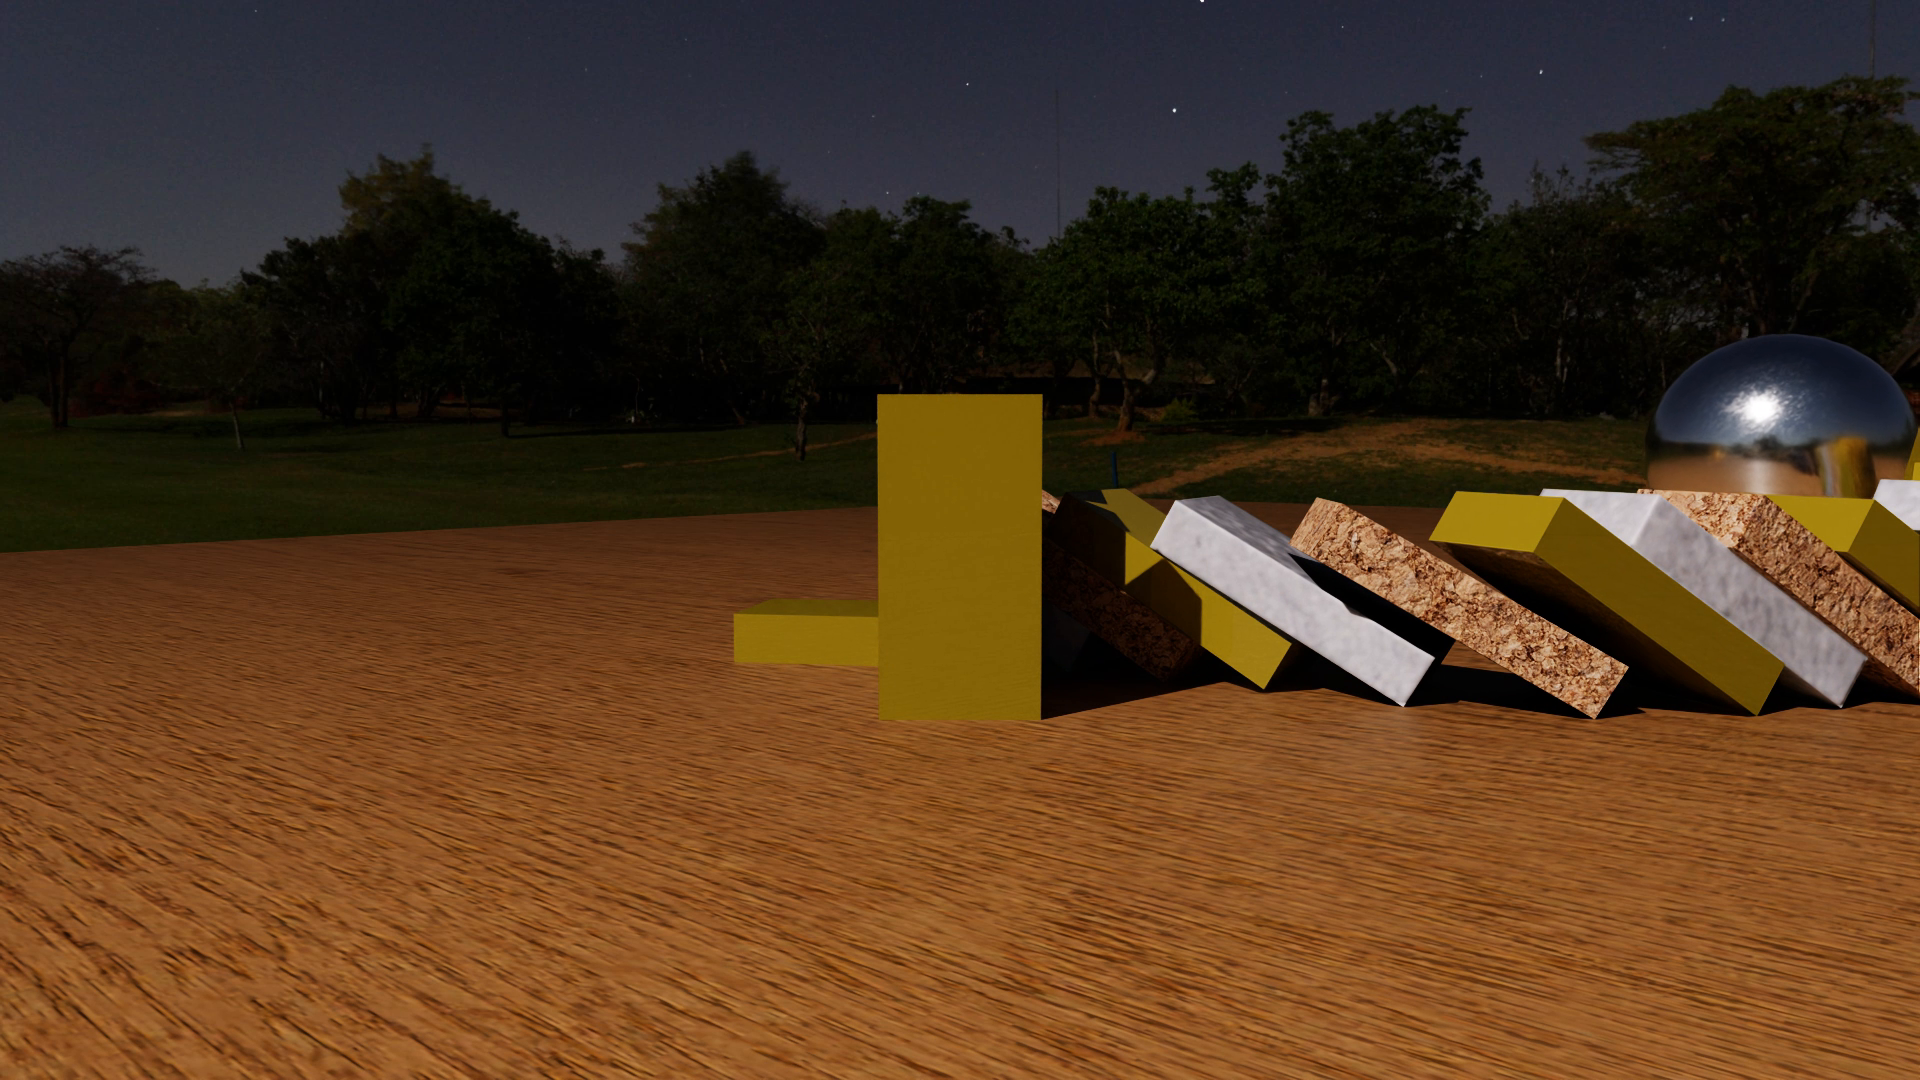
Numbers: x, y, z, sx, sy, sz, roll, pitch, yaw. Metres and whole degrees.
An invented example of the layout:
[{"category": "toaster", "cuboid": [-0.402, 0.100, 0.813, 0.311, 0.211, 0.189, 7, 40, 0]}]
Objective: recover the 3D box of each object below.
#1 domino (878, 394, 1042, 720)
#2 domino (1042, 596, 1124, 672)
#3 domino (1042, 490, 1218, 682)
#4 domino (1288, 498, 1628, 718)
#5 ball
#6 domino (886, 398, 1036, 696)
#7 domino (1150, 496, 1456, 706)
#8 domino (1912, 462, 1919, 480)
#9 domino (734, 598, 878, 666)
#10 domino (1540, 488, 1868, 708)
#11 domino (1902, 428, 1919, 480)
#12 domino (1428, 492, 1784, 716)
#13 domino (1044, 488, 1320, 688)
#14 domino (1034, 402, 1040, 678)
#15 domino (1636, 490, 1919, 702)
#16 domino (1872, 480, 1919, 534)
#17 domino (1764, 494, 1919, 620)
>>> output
[{"category": "domino", "cuboid": [0.000, 0.002, 0.201, 0.025, 0.050, 0.010, 0, 4, 0]}, {"category": "domino", "cuboid": [0.011, 0.007, 0.259, 0.050, 0.010, 0.025, 36, 22, 26]}, {"category": "domino", "cuboid": [0.027, 0.007, 0.248, 0.050, 0.009, 0.025, 36, 22, 26]}, {"category": "domino", "cuboid": [0.080, 0.010, 0.212, 0.050, 0.010, 0.025, 30, 7, 3]}, {"category": "ball", "cuboid": [0.280, -0.031, 0.441, 0.080, 0.080, 0.080, 0, 4, 0]}, {"category": "domino", "cuboid": [0.000, 0.001, 0.221, 0.025, 0.050, 0.010, 0, 4, 3]}, {"category": "domino", "cuboid": [0.061, 0.009, 0.227, 0.050, 0.009, 0.025, 34, 19, 23]}, {"category": "domino", "cuboid": [0.238, 0.001, 0.295, 0.025, 0.009, 0.050, 1, -34, 44]}, {"category": "domino", "cuboid": [-0.017, 0.018, 0.258, 0.050, 0.010, 0.025, 1, 4, 10]}, {"category": "domino", "cuboid": [0.120, 0.009, 0.212, 0.050, 0.009, 0.025, 32, -4, -15]}, {"category": "domino", "cuboid": [0.299, -0.010, 0.387, 0.025, 0.050, 0.009, 1, 36, 17]}, {"category": "domino", "cuboid": [0.103, 0.010, 0.207, 0.050, 0.010, 0.025, 32, -4, -15]}, {"category": "domino", "cuboid": [0.043, 0.008, 0.239, 0.050, 0.009, 0.025, 36, 22, 26]}, {"category": "domino", "cuboid": [0.002, 0.000, 0.236, 0.025, 0.050, 0.010, 1, 4, 10]}, {"category": "domino", "cuboid": [0.138, 0.009, 0.215, 0.050, 0.010, 0.025, 32, -4, -15]}, {"category": "domino", "cuboid": [0.179, 0.008, 0.220, 0.050, 0.010, 0.025, 37, -15, -29]}, {"category": "domino", "cuboid": [0.157, 0.009, 0.218, 0.050, 0.010, 0.025, 31, -4, -16]}]
